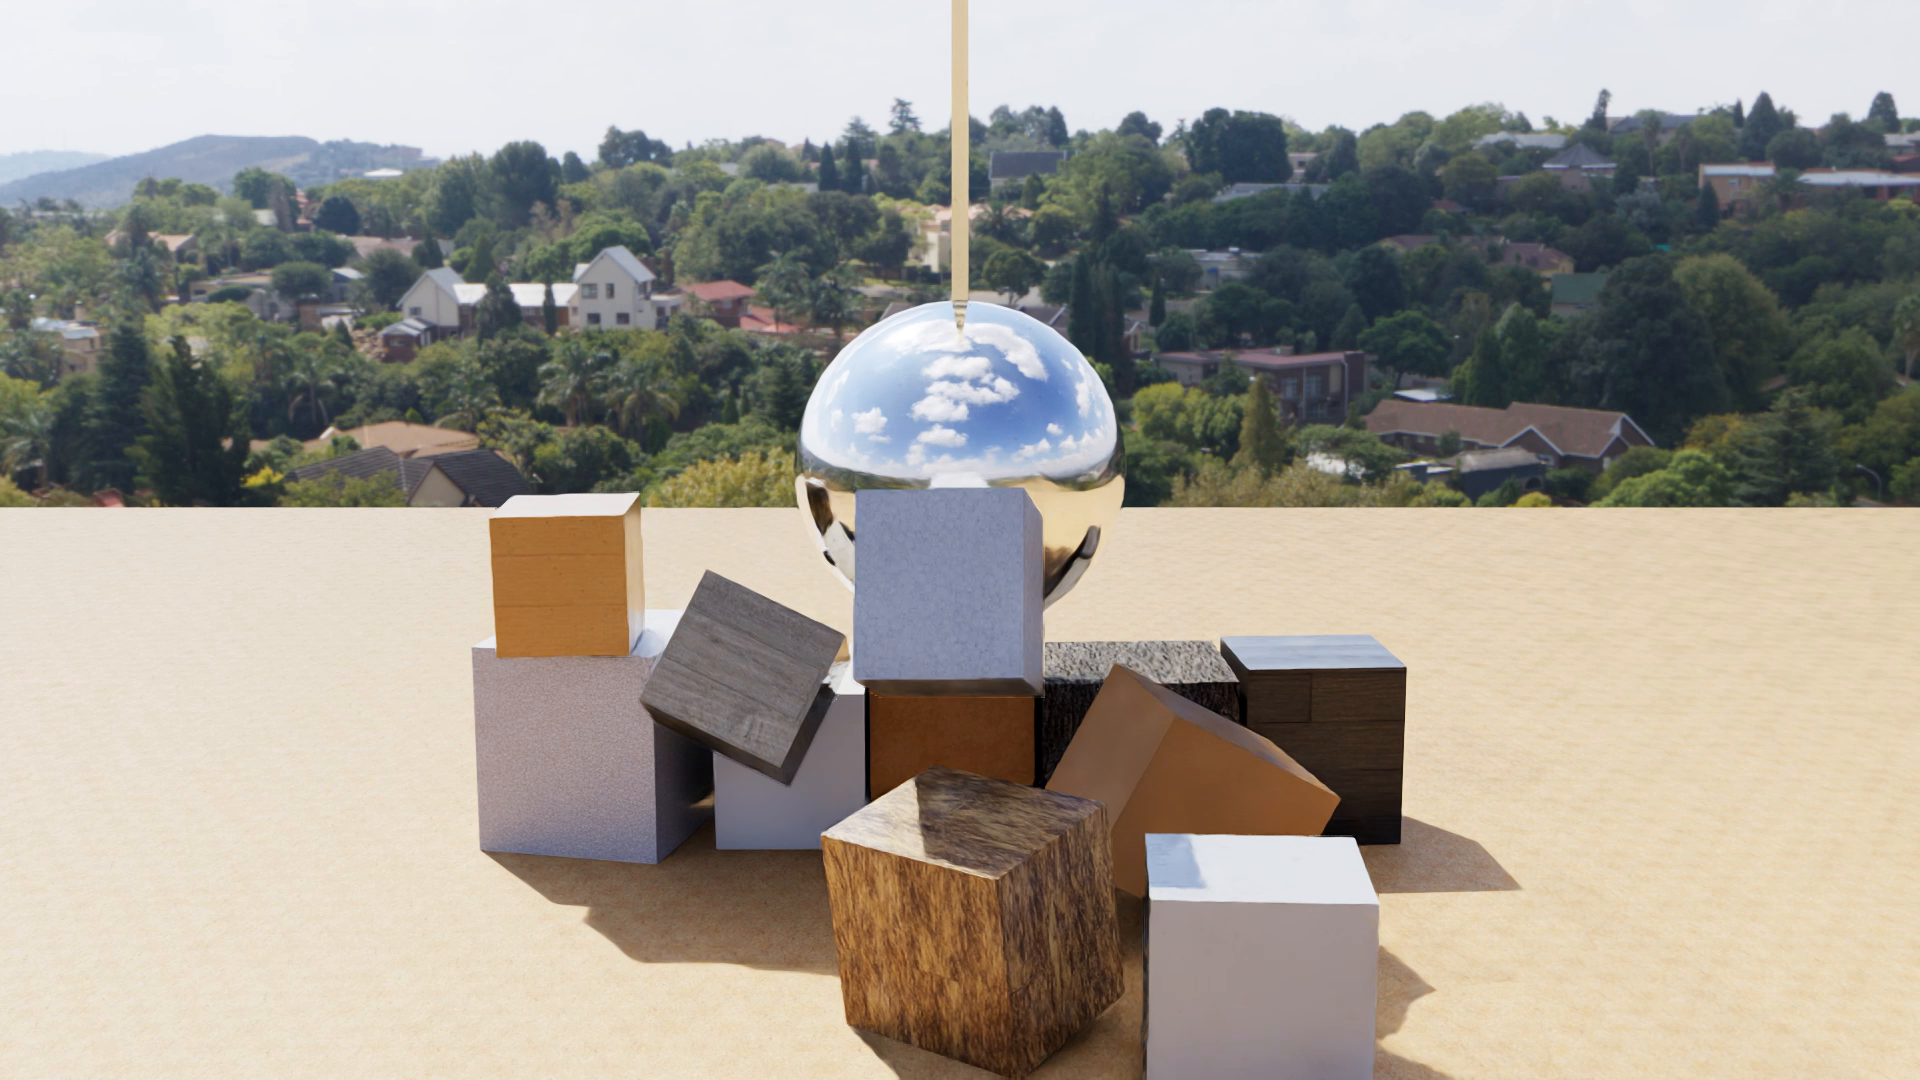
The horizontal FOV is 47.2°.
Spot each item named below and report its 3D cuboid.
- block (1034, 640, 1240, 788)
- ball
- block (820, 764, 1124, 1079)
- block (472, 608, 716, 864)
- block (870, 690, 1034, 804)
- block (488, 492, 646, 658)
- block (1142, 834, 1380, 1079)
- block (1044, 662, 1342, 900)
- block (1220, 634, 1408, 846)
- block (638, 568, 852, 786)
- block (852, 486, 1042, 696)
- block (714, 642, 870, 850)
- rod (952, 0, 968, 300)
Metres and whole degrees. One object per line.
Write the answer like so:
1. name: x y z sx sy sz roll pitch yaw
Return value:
1. block: 0.873 1.051 11.338 0.973 0.875 0.921 0 10 -2
2. ball: 0.000 -0.347 10.560 1.600 1.600 1.600 0 10 0
3. block: 0.057 1.487 8.713 0.867 0.845 0.718 8 23 38
4. block: -1.826 0.969 11.316 0.945 1.045 1.042 2 11 13
5. block: -0.040 1.051 11.357 0.811 0.868 0.937 0 10 0
6. block: -1.928 0.165 10.870 0.639 0.686 0.654 -1 11 -1
7. block: 1.099 1.630 8.230 0.806 0.847 0.760 1 10 3
8. block: 1.001 1.181 9.861 0.889 0.775 0.828 27 5 -19
9. block: 1.800 1.023 11.365 0.802 0.921 0.740 -1 10 -4
10. block: -1.000 0.662 10.410 0.721 0.681 0.682 25 -13 5
11. block: -0.036 0.224 8.954 0.671 0.756 0.664 -1 -10 9
12. block: -0.847 1.045 11.271 0.751 0.831 0.753 0 17 0
13. rod: 0.000 -3.734 10.260 0.080 5.200 0.080 0 5 0
